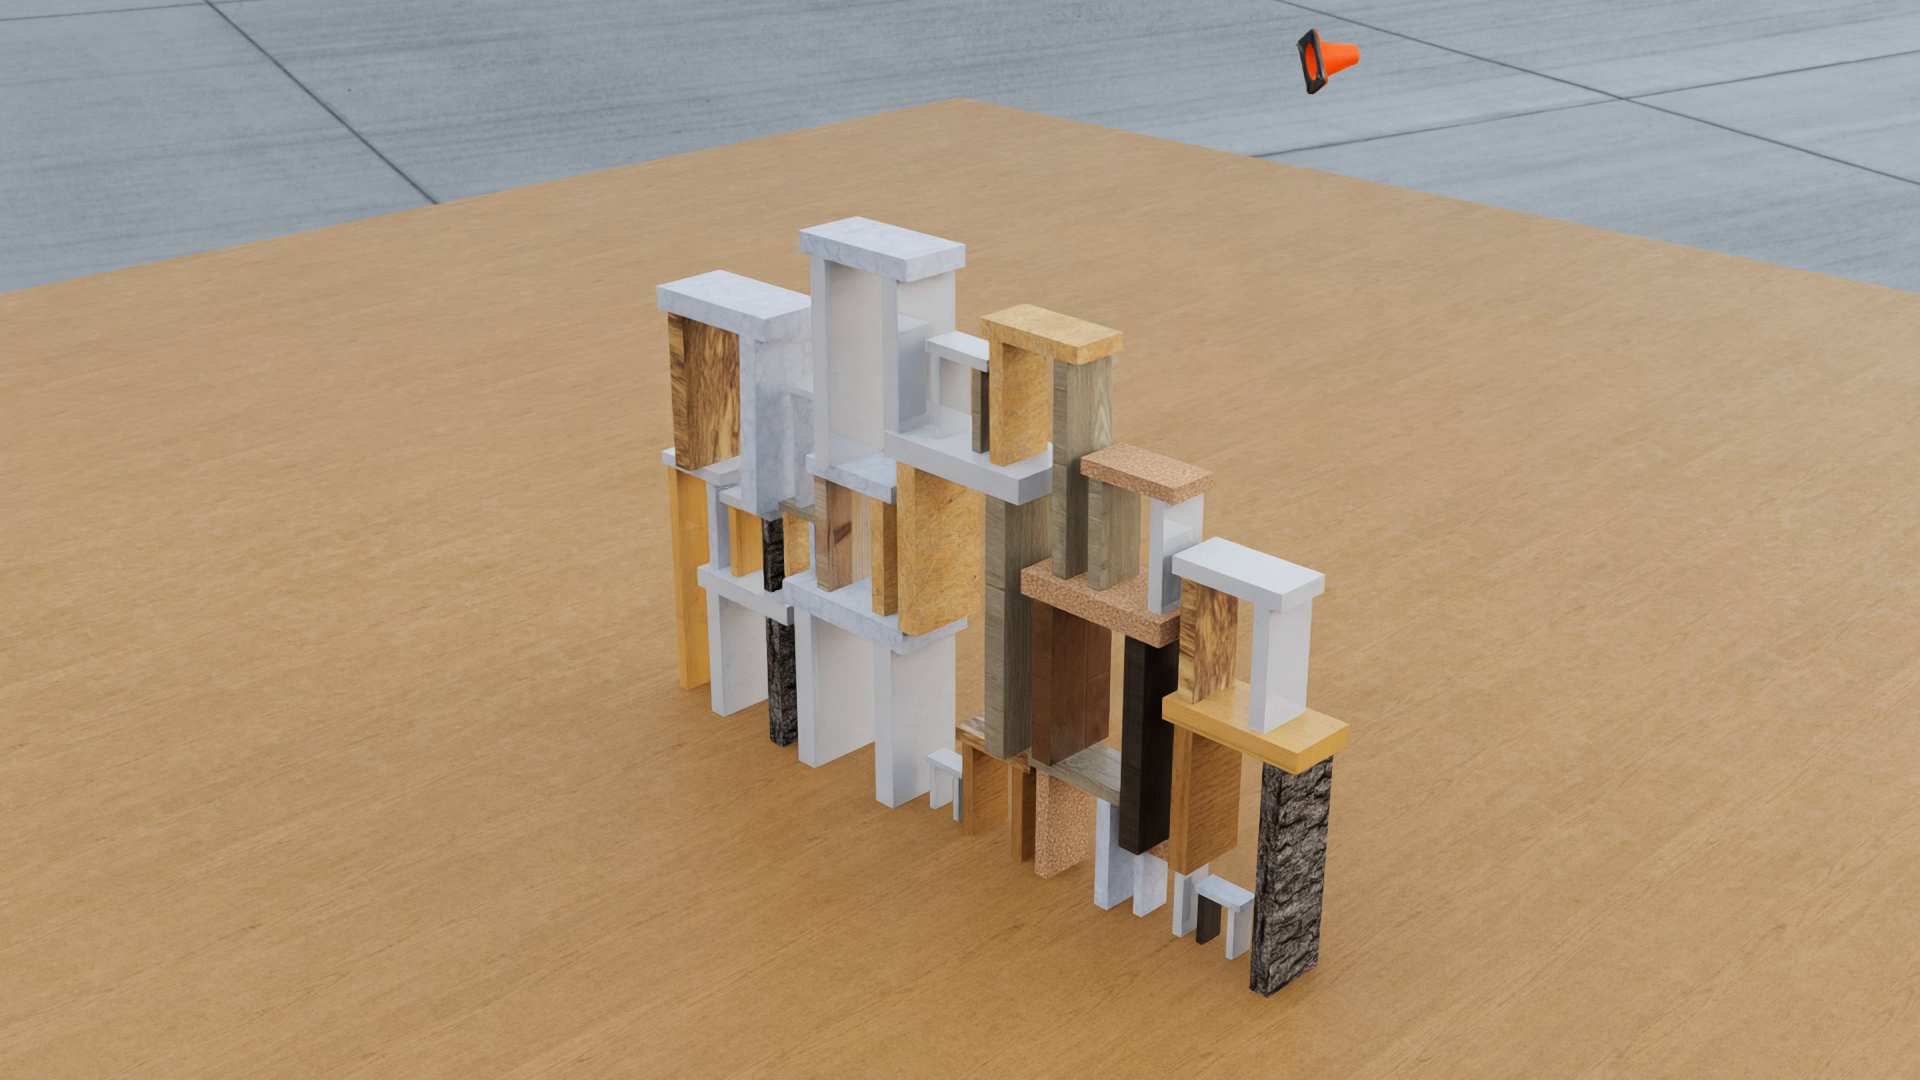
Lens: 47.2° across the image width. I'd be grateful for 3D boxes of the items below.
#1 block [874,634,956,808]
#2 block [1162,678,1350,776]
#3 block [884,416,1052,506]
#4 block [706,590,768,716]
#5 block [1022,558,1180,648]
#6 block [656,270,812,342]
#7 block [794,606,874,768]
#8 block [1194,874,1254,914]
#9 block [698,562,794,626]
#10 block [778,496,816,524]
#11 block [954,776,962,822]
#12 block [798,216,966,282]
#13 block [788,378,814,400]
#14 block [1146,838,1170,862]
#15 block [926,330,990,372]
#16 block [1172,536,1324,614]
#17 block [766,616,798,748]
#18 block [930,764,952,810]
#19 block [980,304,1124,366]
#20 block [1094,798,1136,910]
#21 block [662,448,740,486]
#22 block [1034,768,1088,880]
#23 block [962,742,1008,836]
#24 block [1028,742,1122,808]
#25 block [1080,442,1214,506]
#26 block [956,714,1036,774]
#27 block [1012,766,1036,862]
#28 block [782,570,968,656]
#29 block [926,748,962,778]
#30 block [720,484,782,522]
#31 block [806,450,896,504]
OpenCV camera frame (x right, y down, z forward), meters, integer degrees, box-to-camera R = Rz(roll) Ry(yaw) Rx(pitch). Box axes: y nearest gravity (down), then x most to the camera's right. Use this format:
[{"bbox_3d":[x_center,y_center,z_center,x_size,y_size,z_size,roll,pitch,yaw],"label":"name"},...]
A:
[{"bbox_3d":[-0.091,0.350,4.477,0.179,0.358,0.051,-21,31,-41],"label":"block"},{"bbox_3d":[0.509,0.314,3.801,0.146,0.041,0.292,-22,31,-40],"label":"block"},{"bbox_3d":[0.042,-0.158,4.114,0.177,0.050,0.355,-21,31,-40],"label":"block"},{"bbox_3d":[-0.482,0.227,4.846,0.148,0.296,0.042,-21,31,-41],"label":"block"},{"bbox_3d":[0.286,0.098,3.954,0.165,0.047,0.330,-22,31,-40],"label":"block"},{"bbox_3d":[-0.447,-0.482,4.513,0.342,0.048,0.171,21,30,40],"label":"block"},{"bbox_3d":[-0.260,0.284,4.633,0.179,0.358,0.051,-21,31,-41],"label":"block"},{"bbox_3d":[0.480,0.639,3.972,0.103,0.015,0.052,21,31,41],"label":"block"},{"bbox_3d":[-0.412,0.099,4.716,0.148,0.042,0.296,-21,31,-41],"label":"block"},{"bbox_3d":[-0.311,-0.063,4.531,0.121,0.017,0.060,21,31,40],"label":"block"},{"bbox_3d":[0.009,0.511,4.427,0.014,0.101,0.050,21,31,41],"label":"block"},{"bbox_3d":[-0.149,-0.550,4.146,0.150,0.043,0.301,-21,30,-40],"label":"block"},{"bbox_3d":[-0.292,-0.299,4.414,0.103,0.015,0.051,21,31,40],"label":"block"},{"bbox_3d":[0.390,0.563,4.040,0.072,0.020,0.144,-21,31,-40],"label":"block"},{"bbox_3d":[0.021,-0.348,4.052,0.081,0.023,0.161,-21,32,-40],"label":"block"},{"bbox_3d":[0.486,0.057,3.714,0.117,0.033,0.233,-22,31,-40],"label":"block"},{"bbox_3d":[-0.342,0.282,4.718,0.042,0.296,0.148,21,31,41],"label":"block"},{"bbox_3d":[-0.038,0.493,4.470,0.014,0.101,0.050,21,31,41],"label":"block"},{"bbox_3d":[0.160,-0.365,3.887,0.118,0.034,0.237,-22,31,-40],"label":"block"},{"bbox_3d":[0.305,0.568,4.127,0.033,0.230,0.115,21,31,41],"label":"block"},{"bbox_3d":[-0.542,-0.166,4.744,0.198,0.028,0.099,21,31,40],"label":"block"},{"bbox_3d":[0.197,0.526,4.227,0.033,0.229,0.115,21,31,41],"label":"block"},{"bbox_3d":[0.051,0.479,4.373,0.029,0.202,0.101,21,31,41],"label":"block"},{"bbox_3d":[0.251,0.427,4.126,0.230,0.033,0.115,21,31,41],"label":"block"},{"bbox_3d":[0.324,-0.116,3.816,0.106,0.030,0.212,-22,31,-40],"label":"block"},{"bbox_3d":[0.098,0.392,4.284,0.101,0.029,0.202,-21,31,-41],"label":"block"},{"bbox_3d":[0.146,0.517,4.285,0.101,0.202,0.029,-21,31,-41],"label":"block"},{"bbox_3d":[-0.175,0.129,4.475,0.358,0.051,0.179,21,31,41],"label":"block"},{"bbox_3d":[-0.014,0.449,4.426,0.101,0.014,0.050,21,31,41],"label":"block"},{"bbox_3d":[-0.424,-0.082,4.642,0.163,0.023,0.081,21,31,40],"label":"block"},{"bbox_3d":[-0.177,-0.136,4.355,0.248,0.035,0.124,21,31,41],"label":"block"}]
